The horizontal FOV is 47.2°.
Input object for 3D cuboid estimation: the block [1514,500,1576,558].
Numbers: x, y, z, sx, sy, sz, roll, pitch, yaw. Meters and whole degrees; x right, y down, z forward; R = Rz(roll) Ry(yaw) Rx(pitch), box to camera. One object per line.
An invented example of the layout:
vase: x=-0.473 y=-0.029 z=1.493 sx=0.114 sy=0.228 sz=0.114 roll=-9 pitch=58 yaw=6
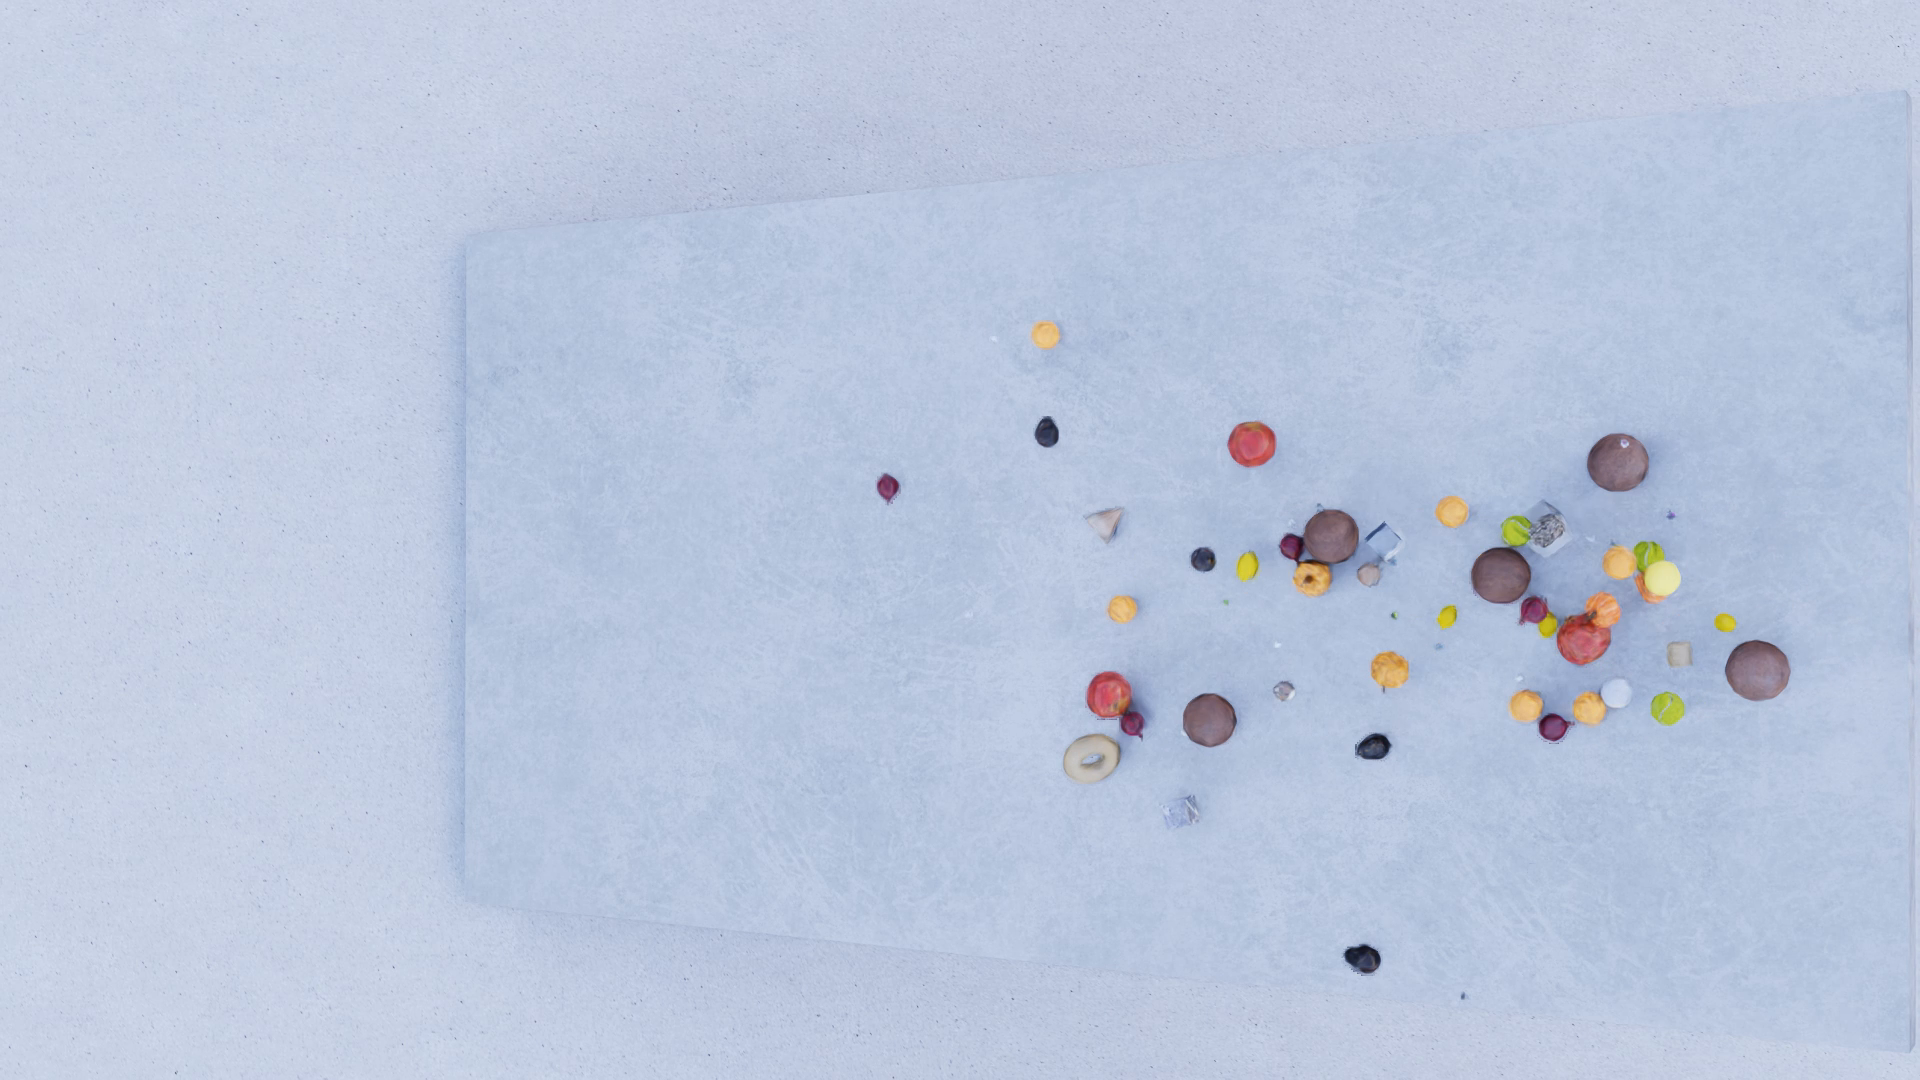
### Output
block: x=1.301 y=-0.025 z=4.896 sx=0.080 sy=0.080 sz=0.080 roll=-41 pitch=48 yaw=24

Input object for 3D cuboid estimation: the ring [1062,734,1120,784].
ring: x=0.326 y=0.541 z=5.445 sx=0.148 sy=0.049 sz=0.148 roll=-8 pitch=127 yaw=-10

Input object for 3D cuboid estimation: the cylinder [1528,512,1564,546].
cylinder: x=1.283 y=-0.022 z=4.807 sx=0.059 sy=0.059 sz=0.059 roll=17 pitch=120 yaw=33

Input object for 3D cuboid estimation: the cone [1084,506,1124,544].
cone: x=0.374 y=-0.053 z=5.466 sx=0.095 sy=0.095 sz=0.095 roll=-40 pitch=90 yaw=5

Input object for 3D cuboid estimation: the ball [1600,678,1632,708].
ball: x=1.442 y=0.335 z=4.828 sx=0.068 sy=0.068 sz=0.068 roll=0 pitch=89 yaw=0

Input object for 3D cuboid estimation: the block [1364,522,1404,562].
block: x=0.985 y=0.005 z=5.099 sx=0.061 sy=0.061 sz=0.061 roll=-41 pitch=69 yaw=7

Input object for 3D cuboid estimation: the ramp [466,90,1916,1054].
ramp: x=0.268 y=0.074 z=5.621 sx=4.000 sy=0.100 sz=2.000 roll=0 pitch=89 yaw=30

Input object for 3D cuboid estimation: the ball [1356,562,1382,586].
ball: x=0.954 y=0.081 z=5.127 sx=0.056 sy=0.056 sz=0.056 roll=0 pitch=89 yaw=0

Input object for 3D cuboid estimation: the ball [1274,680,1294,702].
ball: x=0.772 y=0.361 z=5.235 sx=0.050 sy=0.050 sz=0.050 roll=0 pitch=89 yaw=0

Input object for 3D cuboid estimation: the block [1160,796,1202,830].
block: x=0.538 y=0.665 z=5.361 sx=0.065 sy=0.065 sz=0.065 roll=-20 pitch=79 yaw=29

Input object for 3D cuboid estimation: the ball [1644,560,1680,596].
ball: x=1.495 y=0.081 z=4.683 sx=0.075 sy=0.075 sz=0.075 roll=0 pitch=89 yaw=0
